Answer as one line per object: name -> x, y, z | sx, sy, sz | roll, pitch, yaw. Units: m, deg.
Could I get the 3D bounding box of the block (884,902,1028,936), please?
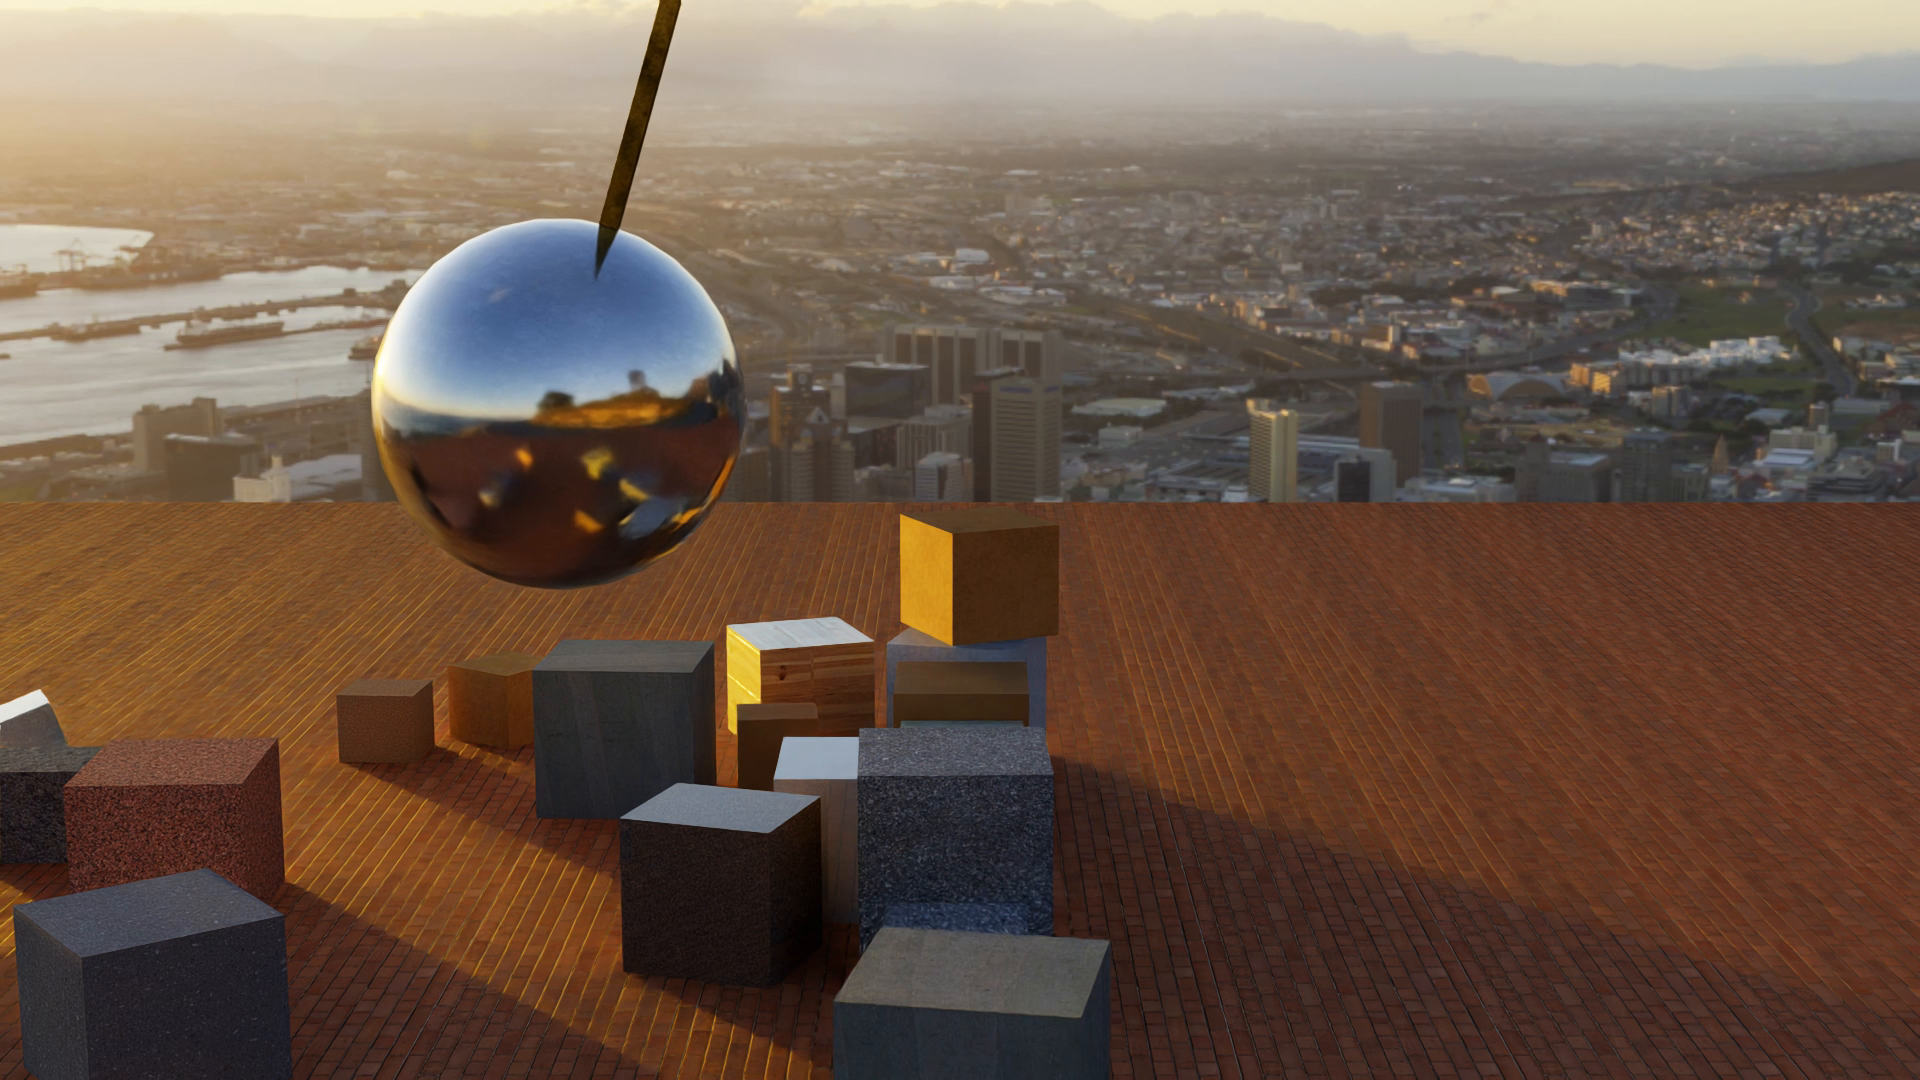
block -> -0.020, 1.634, 9.180 | 0.514, 0.501, 0.588 | 0, 10, 2

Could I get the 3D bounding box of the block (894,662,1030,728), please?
block -> 0.008, 0.983, 12.305 | 0.631, 0.664, 0.664 | 0, 10, 0

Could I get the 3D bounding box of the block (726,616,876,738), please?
block -> -0.853, 0.777, 13.683 | 0.622, 0.575, 0.656 | -4, 11, -20

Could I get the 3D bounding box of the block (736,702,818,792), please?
block -> -0.903, 1.044, 12.686 | 0.394, 0.404, 0.342 | -1, 10, -5

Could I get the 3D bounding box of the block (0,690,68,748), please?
block -> -4.625, 1.007, 12.684 | 0.354, 0.369, 0.382 | -25, 17, -21

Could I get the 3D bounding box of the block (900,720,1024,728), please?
block -> 0.010, 1.157, 11.699 | 0.568, 0.538, 0.578 | 0, 10, 0

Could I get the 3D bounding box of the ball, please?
ball -> -1.725, -0.584, 11.074 | 1.600, 1.600, 1.600 | 0, 10, 0

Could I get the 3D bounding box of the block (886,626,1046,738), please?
block -> 0.041, 0.818, 13.115 | 0.660, 0.698, 0.689 | 3, 11, 15

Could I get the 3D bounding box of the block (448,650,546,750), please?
block -> -2.427, 0.852, 13.773 | 0.439, 0.395, 0.441 | 7, 13, 34

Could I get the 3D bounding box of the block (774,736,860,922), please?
block -> -0.430, 1.236, 11.034 | 0.692, 0.621, 0.687 | 0, 10, 0

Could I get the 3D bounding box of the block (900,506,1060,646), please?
block -> 0.096, 0.174, 13.120 | 0.594, 0.567, 0.635 | -5, 11, -25

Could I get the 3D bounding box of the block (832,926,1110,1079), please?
block -> 0.051, 1.709, 8.242 | 0.772, 0.688, 0.718 | 2, 10, 10

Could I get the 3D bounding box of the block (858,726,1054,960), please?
block -> -0.027, 1.255, 10.307 | 0.756, 0.843, 0.738 | 0, 10, -2

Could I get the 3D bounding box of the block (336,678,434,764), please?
block -> -2.995, 0.942, 13.394 | 0.401, 0.355, 0.365 | 1, 10, 4

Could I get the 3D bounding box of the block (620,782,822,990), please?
block -> -0.948, 1.372, 10.257 | 0.635, 0.631, 0.540 | 3, 11, 18

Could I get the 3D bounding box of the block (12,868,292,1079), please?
block -> -2.858, 1.600, 9.082 | 0.714, 0.603, 0.692 | -8, 13, -37

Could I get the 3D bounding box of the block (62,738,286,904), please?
block -> -3.314, 1.251, 10.881 | 0.717, 0.646, 0.744 | -1, 10, -3

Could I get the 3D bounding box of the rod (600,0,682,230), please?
rod -> -0.747, -3.788, 10.492 | 0.080, 5.200, 0.080 | 16, 10, -3

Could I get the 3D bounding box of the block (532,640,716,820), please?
block -> -1.622, 0.916, 12.503 | 0.762, 0.724, 0.678 | 1, 10, 3

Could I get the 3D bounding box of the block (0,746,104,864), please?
block -> -4.178, 1.208, 11.732 | 0.511, 0.425, 0.433 | 0, 10, -3
